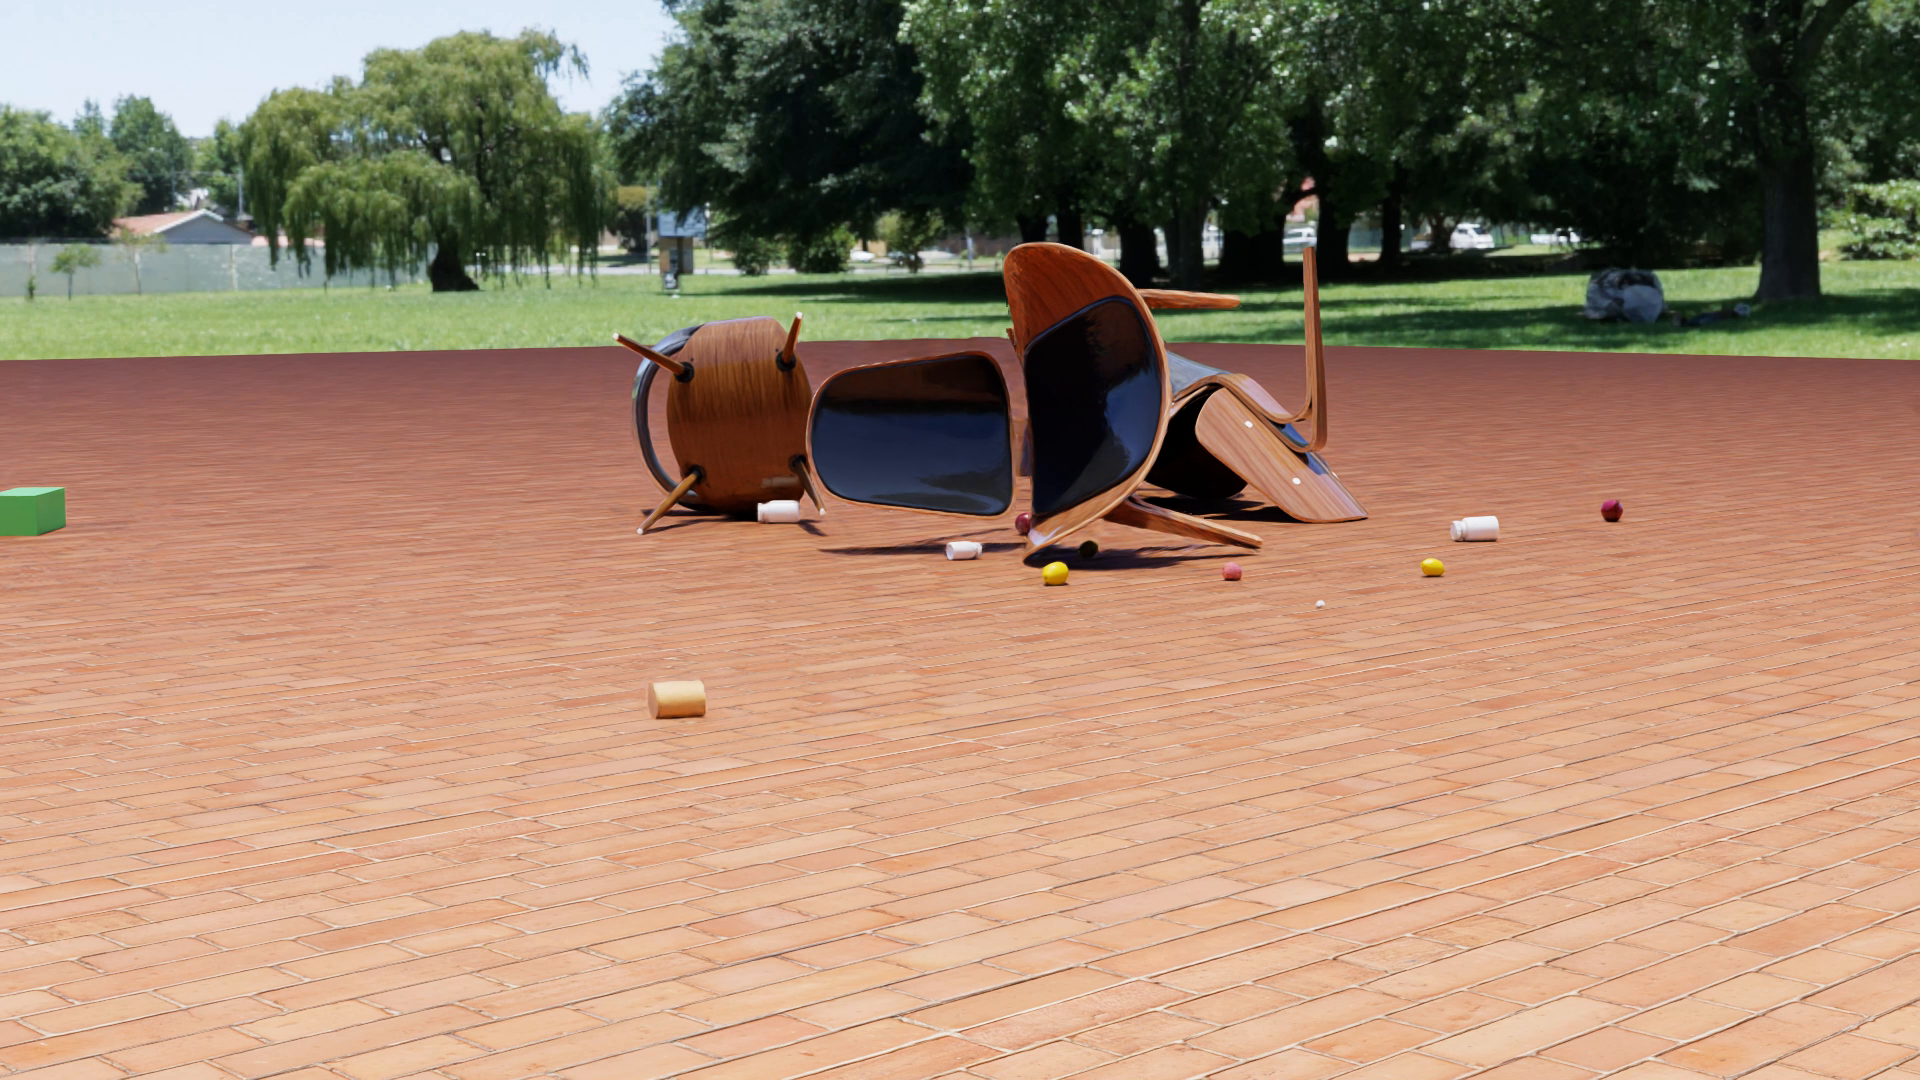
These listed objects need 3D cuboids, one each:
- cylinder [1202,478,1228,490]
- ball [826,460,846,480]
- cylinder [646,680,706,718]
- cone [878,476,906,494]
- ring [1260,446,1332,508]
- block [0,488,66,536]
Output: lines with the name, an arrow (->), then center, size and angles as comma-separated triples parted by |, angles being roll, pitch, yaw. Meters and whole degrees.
cylinder -> 0.787, -0.172, 7.909 | 0.073, 0.034, 0.058 | 0, 2, 3
ball -> -0.400, -0.226, 8.294 | 0.064, 0.064, 0.064 | 0, 6, 0
cylinder -> -0.425, 0.238, 3.842 | 0.075, 0.047, 0.061 | -2, 43, -23
cone -> -0.185, -0.152, 7.754 | 0.108, 0.059, 0.069 | 5, 24, -49
ring -> 0.954, -0.176, 7.286 | 0.212, 0.183, 0.105 | 11, -14, -11
block -> -2.411, -0.074, 6.630 | 0.121, 0.102, 0.249 | 0, 6, -3
